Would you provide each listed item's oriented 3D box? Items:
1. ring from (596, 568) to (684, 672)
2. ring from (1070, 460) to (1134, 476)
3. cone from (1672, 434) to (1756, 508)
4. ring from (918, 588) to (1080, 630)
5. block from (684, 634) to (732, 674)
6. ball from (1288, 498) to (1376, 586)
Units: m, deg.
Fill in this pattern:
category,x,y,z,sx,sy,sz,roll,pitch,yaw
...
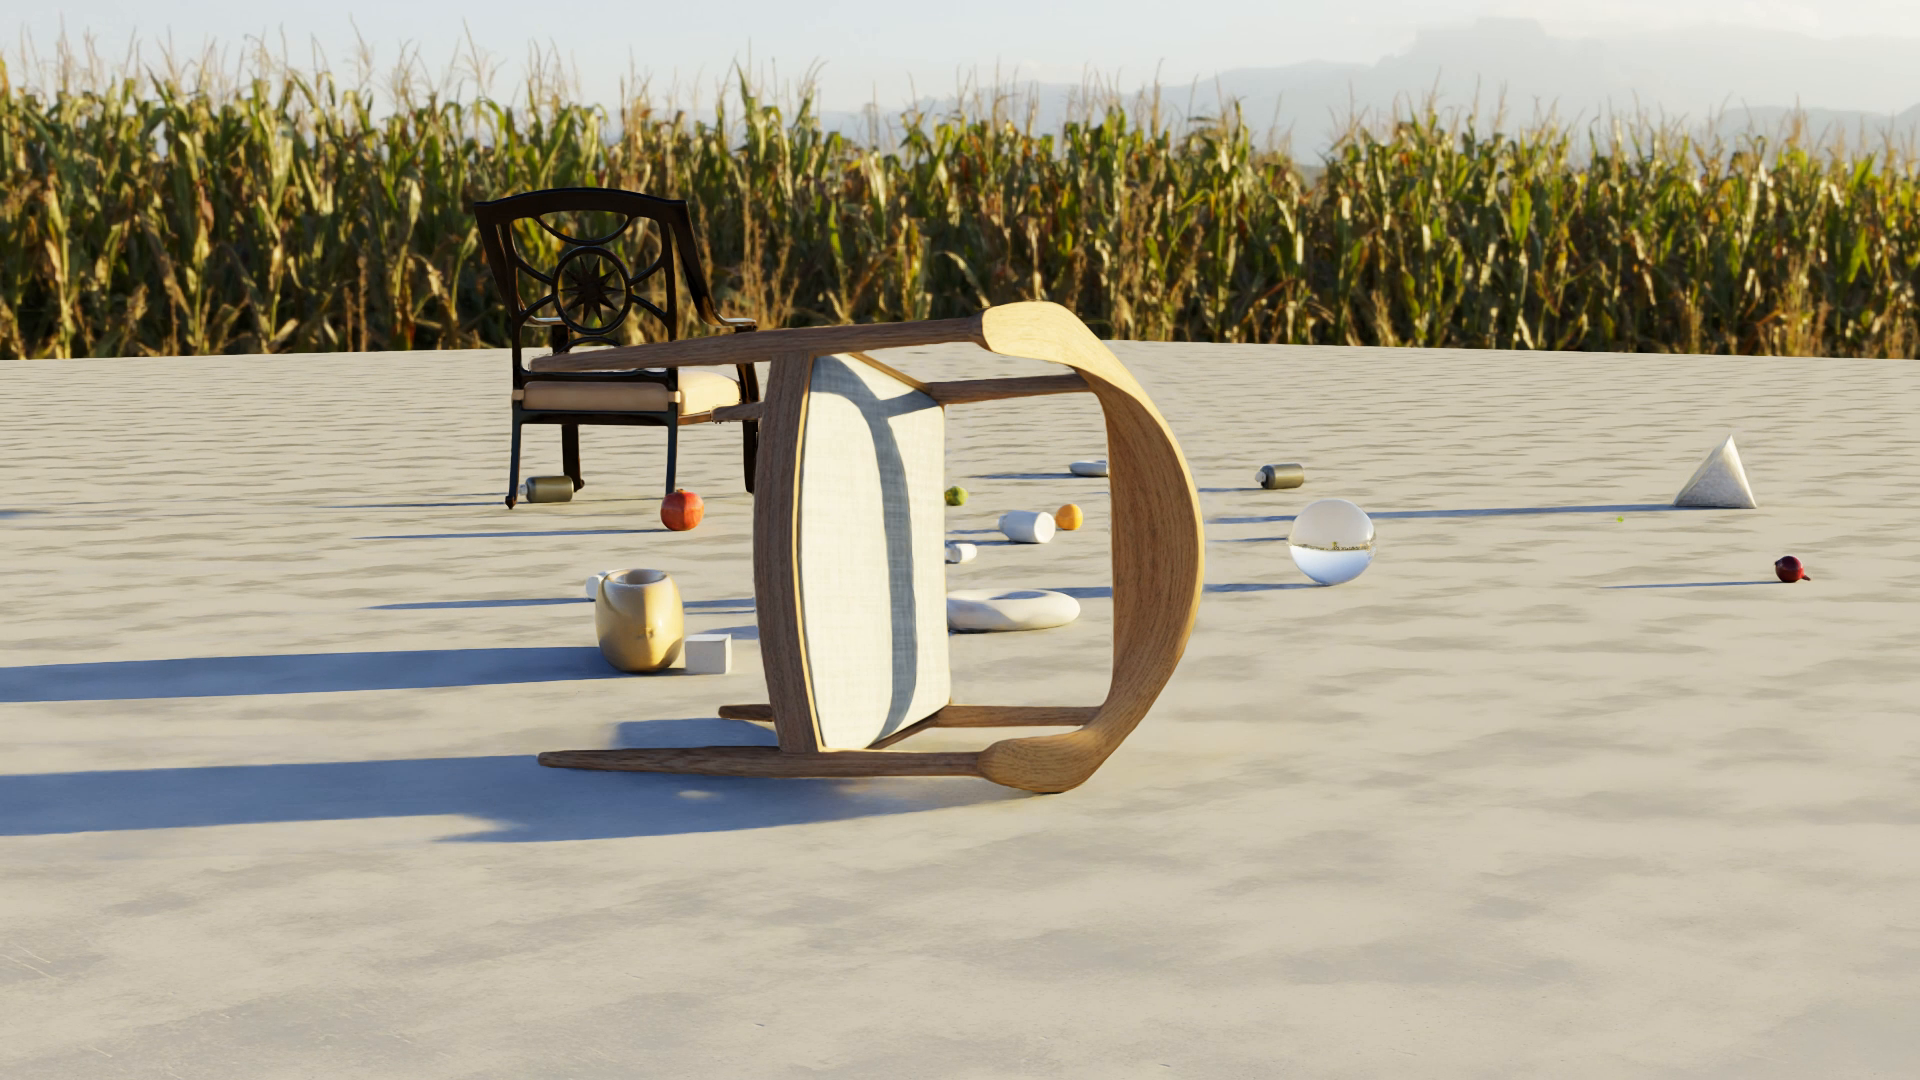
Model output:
category,x,y,z,sx,sy,sz,roll,pitch,yaw
ring,-0.550,0.135,4.398,0.150,0.147,0.435,-4,5,-9
ring,0.468,-0.237,8.496,0.211,0.046,0.230,-2,7,-23
cone,2.183,-0.144,7.283,0.187,0.299,0.197,36,53,7
ring,0.075,0.132,4.856,0.317,0.058,0.242,-2,7,-23
block,-0.421,0.191,4.288,0.068,0.056,0.075,0,6,1
ball,0.795,0.003,5.475,0.185,0.185,0.185,0,6,0
